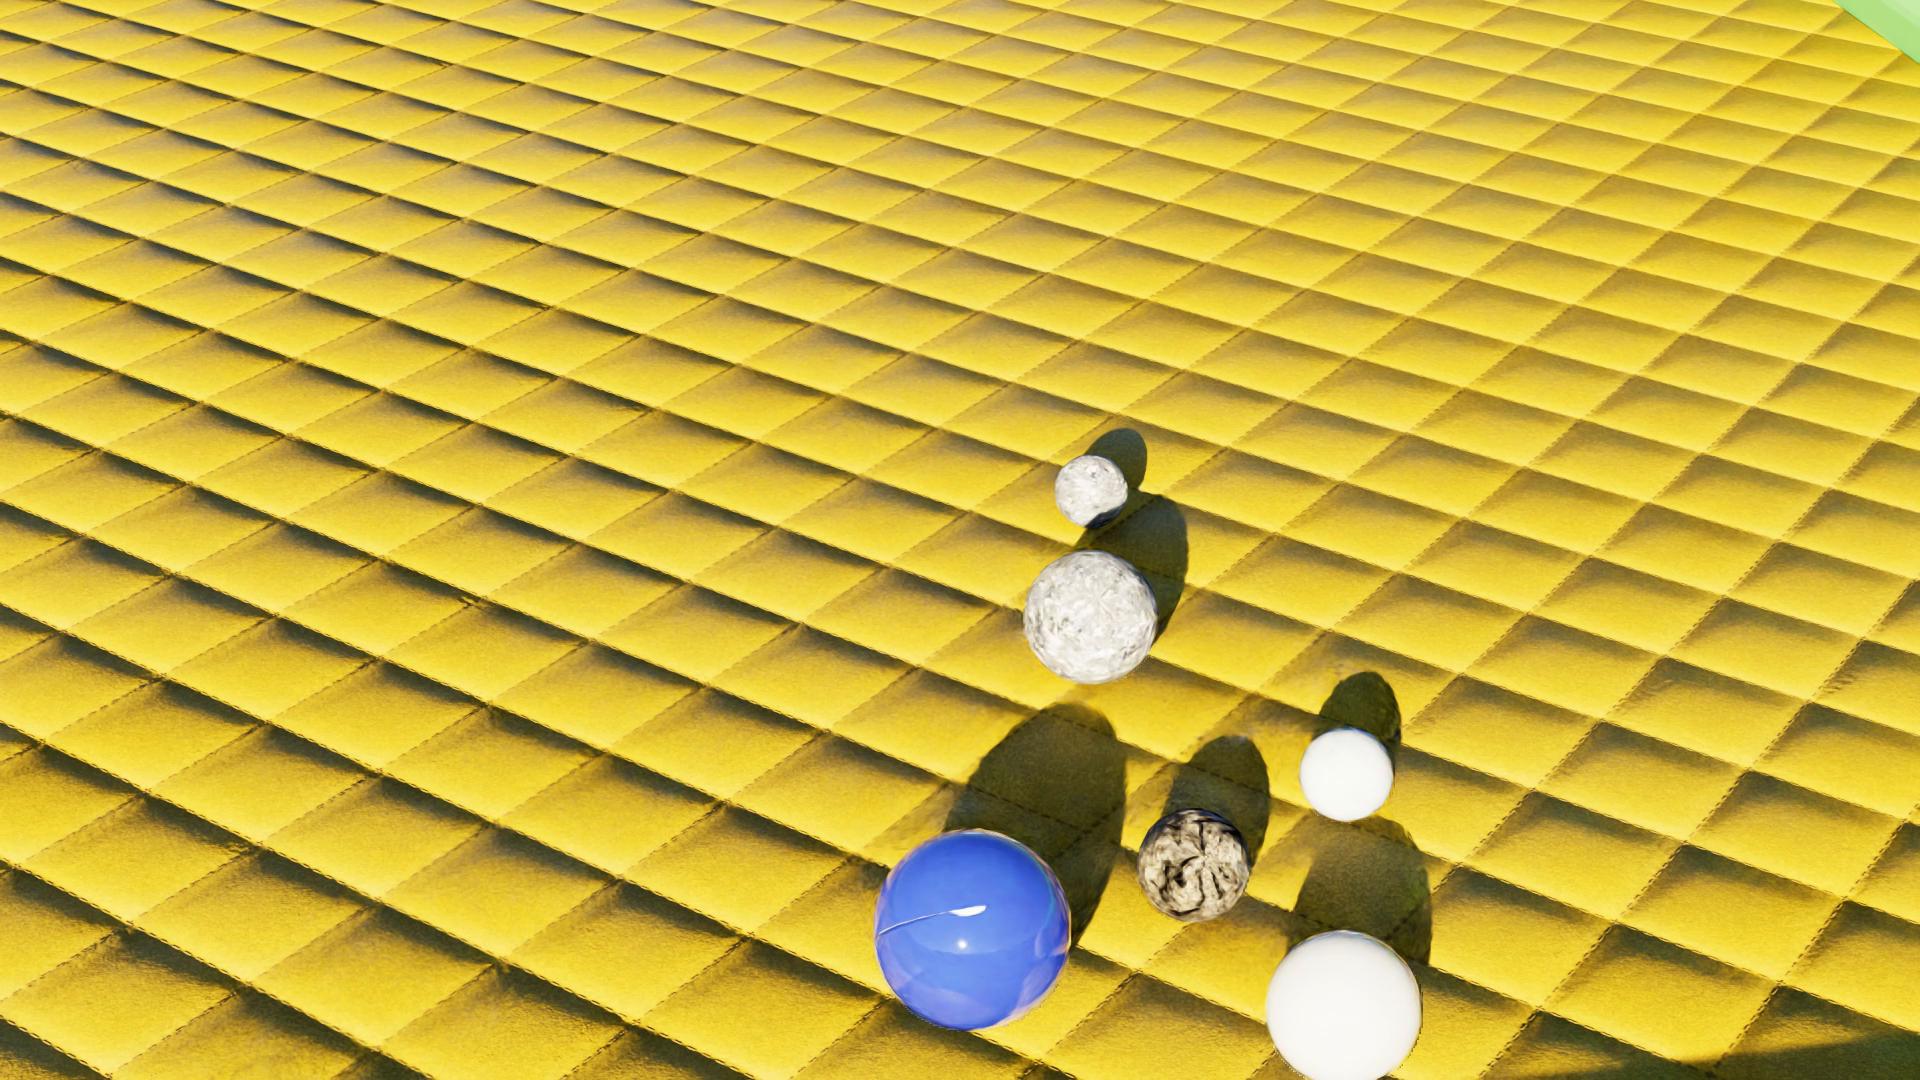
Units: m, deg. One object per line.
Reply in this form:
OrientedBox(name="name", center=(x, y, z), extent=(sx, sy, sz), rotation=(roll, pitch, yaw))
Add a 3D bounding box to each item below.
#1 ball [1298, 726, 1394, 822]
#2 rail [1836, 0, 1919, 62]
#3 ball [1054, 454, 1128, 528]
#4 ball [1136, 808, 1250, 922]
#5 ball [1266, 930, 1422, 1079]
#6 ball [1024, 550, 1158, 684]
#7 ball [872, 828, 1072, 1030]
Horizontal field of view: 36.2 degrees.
OrientedBox(name="ball", center=(0.208, 0.126, 1.581), extent=(0.051, 0.051, 0.051), rotation=(0, 28, 0))
OrientedBox(name="rail", center=(0.842, -0.510, 2.681), extent=(0.045, 0.125, 3.466), rotation=(-5, 29, -8))
OrientedBox(name="ball", center=(0.084, -0.031, 1.876), extent=(0.047, 0.047, 0.047), rotation=(0, 28, 0))
OrientedBox(name="ball", center=(0.119, 0.166, 1.499), extent=(0.058, 0.058, 0.058), rotation=(0, 28, 0))
OrientedBox(name="ball", center=(0.180, 0.220, 1.383), extent=(0.073, 0.073, 0.073), rotation=(0, 28, 0))
OrientedBox(name="ball", center=(0.076, 0.045, 1.703), extent=(0.078, 0.078, 0.078), rotation=(0, 28, 0))
OrientedBox(name="ball", center=(0.006, 0.187, 1.418), extent=(0.097, 0.097, 0.097), rotation=(0, 28, 0))
